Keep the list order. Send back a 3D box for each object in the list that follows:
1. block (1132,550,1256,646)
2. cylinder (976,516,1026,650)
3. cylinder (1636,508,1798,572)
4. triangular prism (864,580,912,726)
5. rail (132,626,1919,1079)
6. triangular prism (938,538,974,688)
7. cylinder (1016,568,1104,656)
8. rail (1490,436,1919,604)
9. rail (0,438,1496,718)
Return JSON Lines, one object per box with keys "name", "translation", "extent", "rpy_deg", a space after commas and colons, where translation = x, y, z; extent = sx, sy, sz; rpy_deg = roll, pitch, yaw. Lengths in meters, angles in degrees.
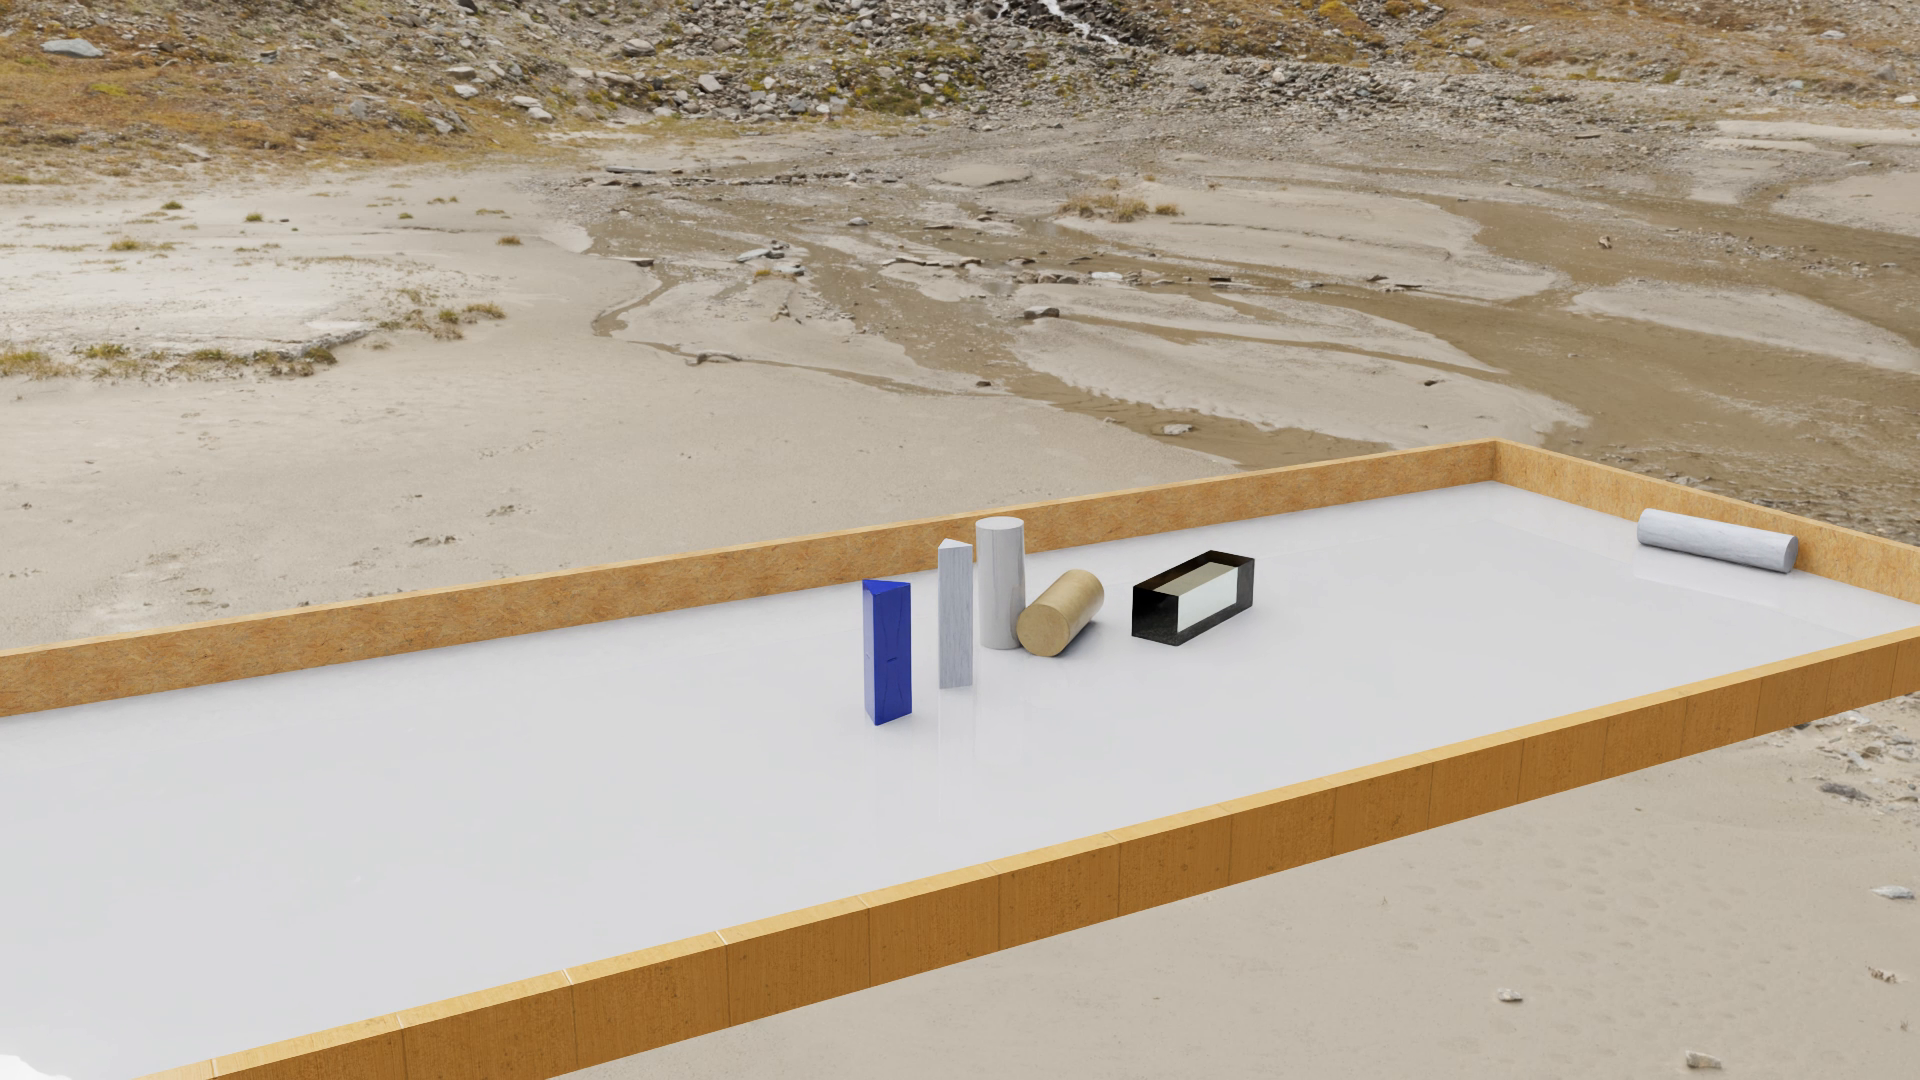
{"name": "block", "translation": [0.650, 0.156, 4.571], "extent": [0.142, 0.142, 0.428], "rpy_deg": [12, 20, 36]}
{"name": "cylinder", "translation": [0.110, 0.113, 4.380], "extent": [0.128, 0.329, 0.128], "rpy_deg": [-2, 16, 1]}
{"name": "cylinder", "translation": [2.362, -0.001, 5.154], "extent": [0.116, 0.116, 0.450], "rpy_deg": [-16, 22, -42]}
{"name": "triangular prism", "translation": [-0.192, 0.259, 3.899], "extent": [0.101, 0.325, 0.116], "rpy_deg": [15, 22, 42]}
{"name": "rail", "translation": [-2.336, 1.006, 1.665], "extent": [12.000, 0.150, 0.050], "rpy_deg": [-9, 18, -27]}
{"name": "triangular prism", "translation": [-0.022, 0.181, 4.093], "extent": [0.089, 0.364, 0.077], "rpy_deg": [-5, 17, -18]}
{"name": "cylinder", "translation": [0.274, 0.193, 4.443], "extent": [0.144, 0.144, 0.328], "rpy_deg": [6, 17, 20]}
{"name": "rail", "translation": [2.466, -0.048, 5.253], "extent": [0.050, 0.150, 2.100], "rpy_deg": [-9, 18, -27]}
{"name": "rail", "translation": [-3.305, 0.497, 3.399], "extent": [12.000, 0.150, 0.050], "rpy_deg": [-9, 18, -27]}
